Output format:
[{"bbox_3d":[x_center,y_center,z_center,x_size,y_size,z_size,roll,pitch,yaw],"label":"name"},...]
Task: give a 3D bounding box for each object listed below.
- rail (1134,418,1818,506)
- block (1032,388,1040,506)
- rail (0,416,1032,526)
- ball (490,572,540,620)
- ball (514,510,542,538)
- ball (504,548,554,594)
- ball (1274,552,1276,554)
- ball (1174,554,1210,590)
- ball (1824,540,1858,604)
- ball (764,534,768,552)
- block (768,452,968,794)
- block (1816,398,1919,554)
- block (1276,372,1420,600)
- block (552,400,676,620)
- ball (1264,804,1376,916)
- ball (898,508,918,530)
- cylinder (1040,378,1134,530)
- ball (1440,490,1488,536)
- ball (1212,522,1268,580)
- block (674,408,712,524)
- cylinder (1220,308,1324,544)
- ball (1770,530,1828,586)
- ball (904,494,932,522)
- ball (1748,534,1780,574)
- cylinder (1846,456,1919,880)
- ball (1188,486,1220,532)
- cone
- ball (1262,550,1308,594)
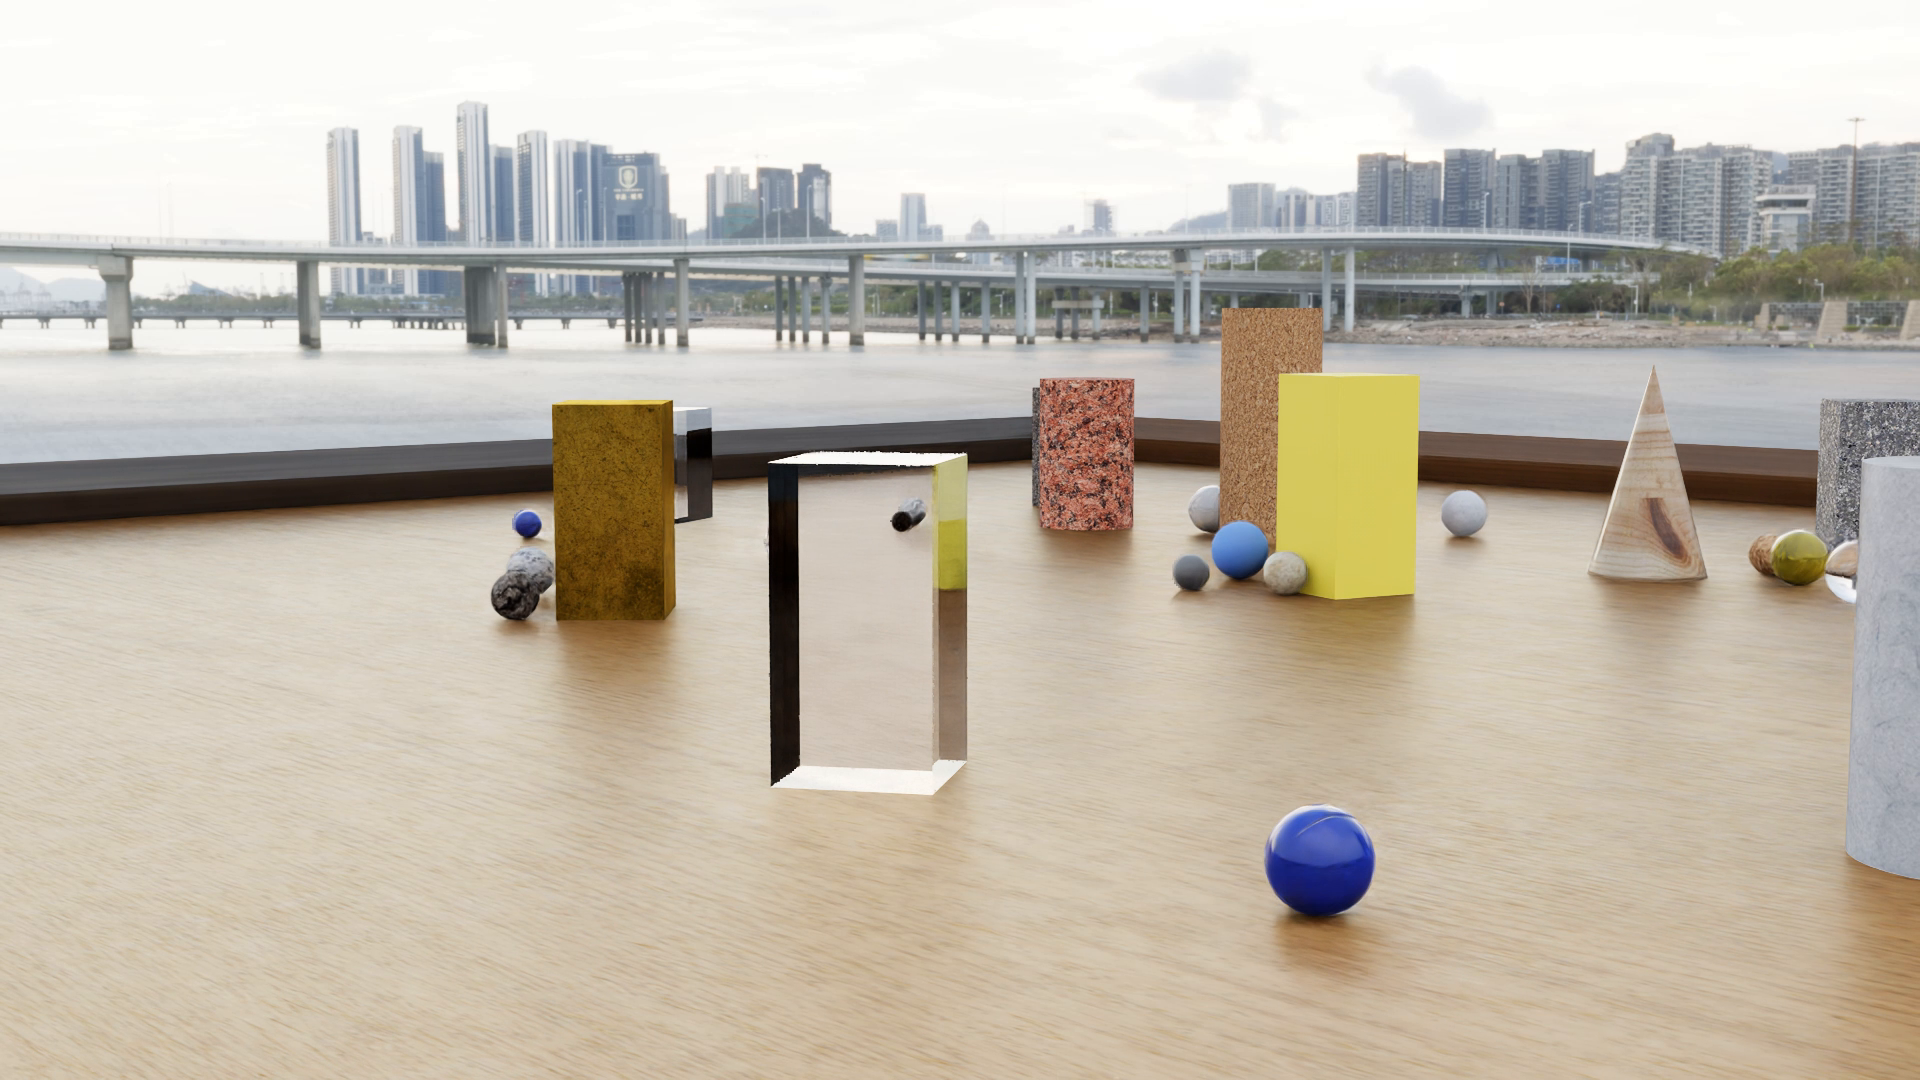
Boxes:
[{"bbox_3d":[1.852,-0.145,5.032,0.045,0.126,4.456,-5,8,-42],"label":"rail"},{"bbox_3d":[0.273,-0.213,4.998,0.155,0.269,0.155,5,8,41],"label":"block"},{"bbox_3d":[-1.495,-0.136,4.943,5.087,0.126,0.045,-5,8,-42],"label":"rail"},{"bbox_3d":[-0.640,0.080,3.161,0.069,0.069,0.069,0,6,0],"label":"ball"},{"bbox_3d":[-0.844,-0.031,4.298,0.054,0.054,0.054,0,6,0],"label":"ball"},{"bbox_3d":[-0.668,0.050,3.415,0.077,0.077,0.077,0,6,0],"label":"ball"},{"bbox_3d":[0.533,0.041,3.624,0.051,0.051,0.051,0,6,0],"label":"ball"},{"bbox_3d":[0.368,0.051,3.496,0.058,0.058,0.058,0,6,0],"label":"ball"},{"bbox_3d":[1.363,0.048,3.333,0.097,0.097,0.097,0,6,0],"label":"ball"},{"bbox_3d":[-0.315,0.005,3.906,0.064,0.064,0.064,0,6,0],"label":"ball"},{"bbox_3d":[-0.085,0.074,2.099,0.155,0.304,0.155,1,6,12],"label":"block"},{"bbox_3d":[1.671,-0.116,4.030,0.155,0.279,0.155,1,6,8],"label":"block"},{"bbox_3d":[0.610,-0.090,3.472,0.155,0.342,0.155,-3,7,-27],"label":"block"},{"bbox_3d":[-0.504,-0.047,3.220,0.155,0.310,0.155,0,6,-1],"label":"block"},{"bbox_3d":[0.265,0.236,1.619,0.082,0.082,0.082,0,6,0],"label":"ball"},{"bbox_3d":[-0.106,-0.043,4.467,0.042,0.042,0.042,0,6,0],"label":"ball"},{"bbox_3d":[0.261,-0.180,4.524,0.194,0.303,0.194,0,6,0],"label":"cylinder"},{"bbox_3d":[0.992,-0.052,4.326,0.090,0.090,0.090,0,6,0],"label":"ball"},{"bbox_3d":[0.463,0.017,3.639,0.095,0.095,0.095,0,6,0],"label":"ball"},{"bbox_3d":[-0.631,-0.161,4.666,0.155,0.235,0.155,2,6,21],"label":"block"},{"bbox_3d":[0.603,-0.226,4.266,0.194,0.447,0.194,0,6,0],"label":"cylinder"},{"bbox_3d":[1.356,0.029,3.553,0.090,0.090,0.090,0,6,0],"label":"ball"},{"bbox_3d":[-0.087,-0.066,4.607,0.058,0.058,0.058,0,6,0],"label":"ball"},{"bbox_3d":[1.364,0.024,3.703,0.068,0.068,0.068,0,6,0],"label":"ball"},{"bbox_3d":[0.824,0.099,1.771,0.194,0.322,0.194,0,6,0],"label":"cylinder"},{"bbox_3d":[0.502,-0.061,4.392,0.094,0.094,0.094,0,6,0],"label":"ball"},{"bbox_3d":[1.155,-0.118,3.678,0.194,0.355,0.194,0,6,0],"label":"cone"},{"bbox_3d":[0.508,0.051,3.440,0.069,0.069,0.069,0,6,0],"label":"ball"}]
